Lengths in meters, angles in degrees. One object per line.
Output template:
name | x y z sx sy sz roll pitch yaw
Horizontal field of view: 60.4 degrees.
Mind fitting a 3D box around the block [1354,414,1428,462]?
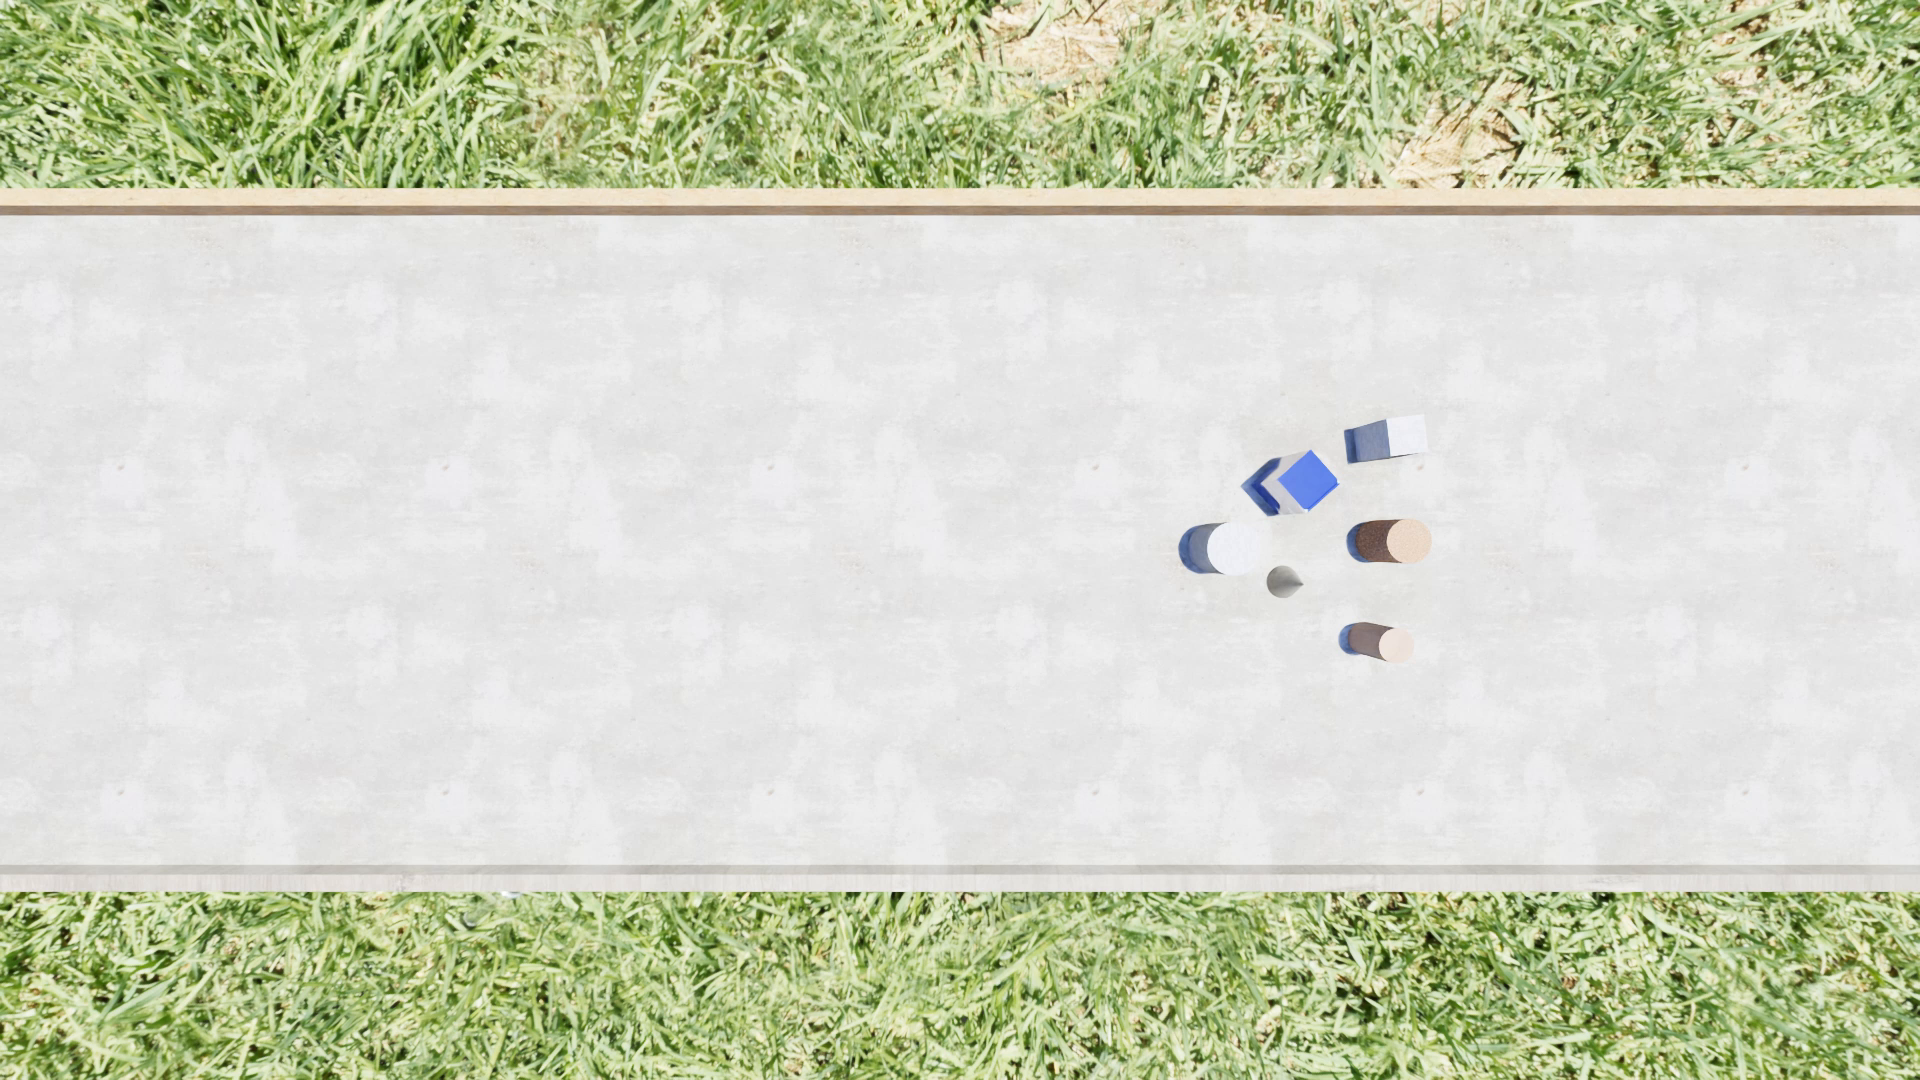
block | 1.270 -0.298 4.878 0.107 0.396 0.107 -7 90 0

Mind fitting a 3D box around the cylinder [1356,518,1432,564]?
cylinder | 1.281 0.003 4.888 0.128 0.377 0.128 0 90 0

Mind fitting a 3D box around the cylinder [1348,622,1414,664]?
cylinder | 1.243 0.302 4.886 0.100 0.381 0.100 0 90 0

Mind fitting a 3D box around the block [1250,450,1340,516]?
block | 0.984 -0.166 4.863 0.128 0.426 0.128 -42 90 0

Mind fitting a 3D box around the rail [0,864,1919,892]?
rail | -2.247 1.025 5.001 12.000 0.150 0.050 0 90 0

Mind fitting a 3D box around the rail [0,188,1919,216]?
rail | -2.247 -1.025 5.002 12.000 0.150 0.050 0 90 0

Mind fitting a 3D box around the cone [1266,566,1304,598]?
cone | 0.993 0.129 4.917 0.101 0.318 0.101 0 90 0

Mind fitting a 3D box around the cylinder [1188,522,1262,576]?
cylinder | 0.779 0.025 4.880 0.154 0.393 0.154 0 90 0
